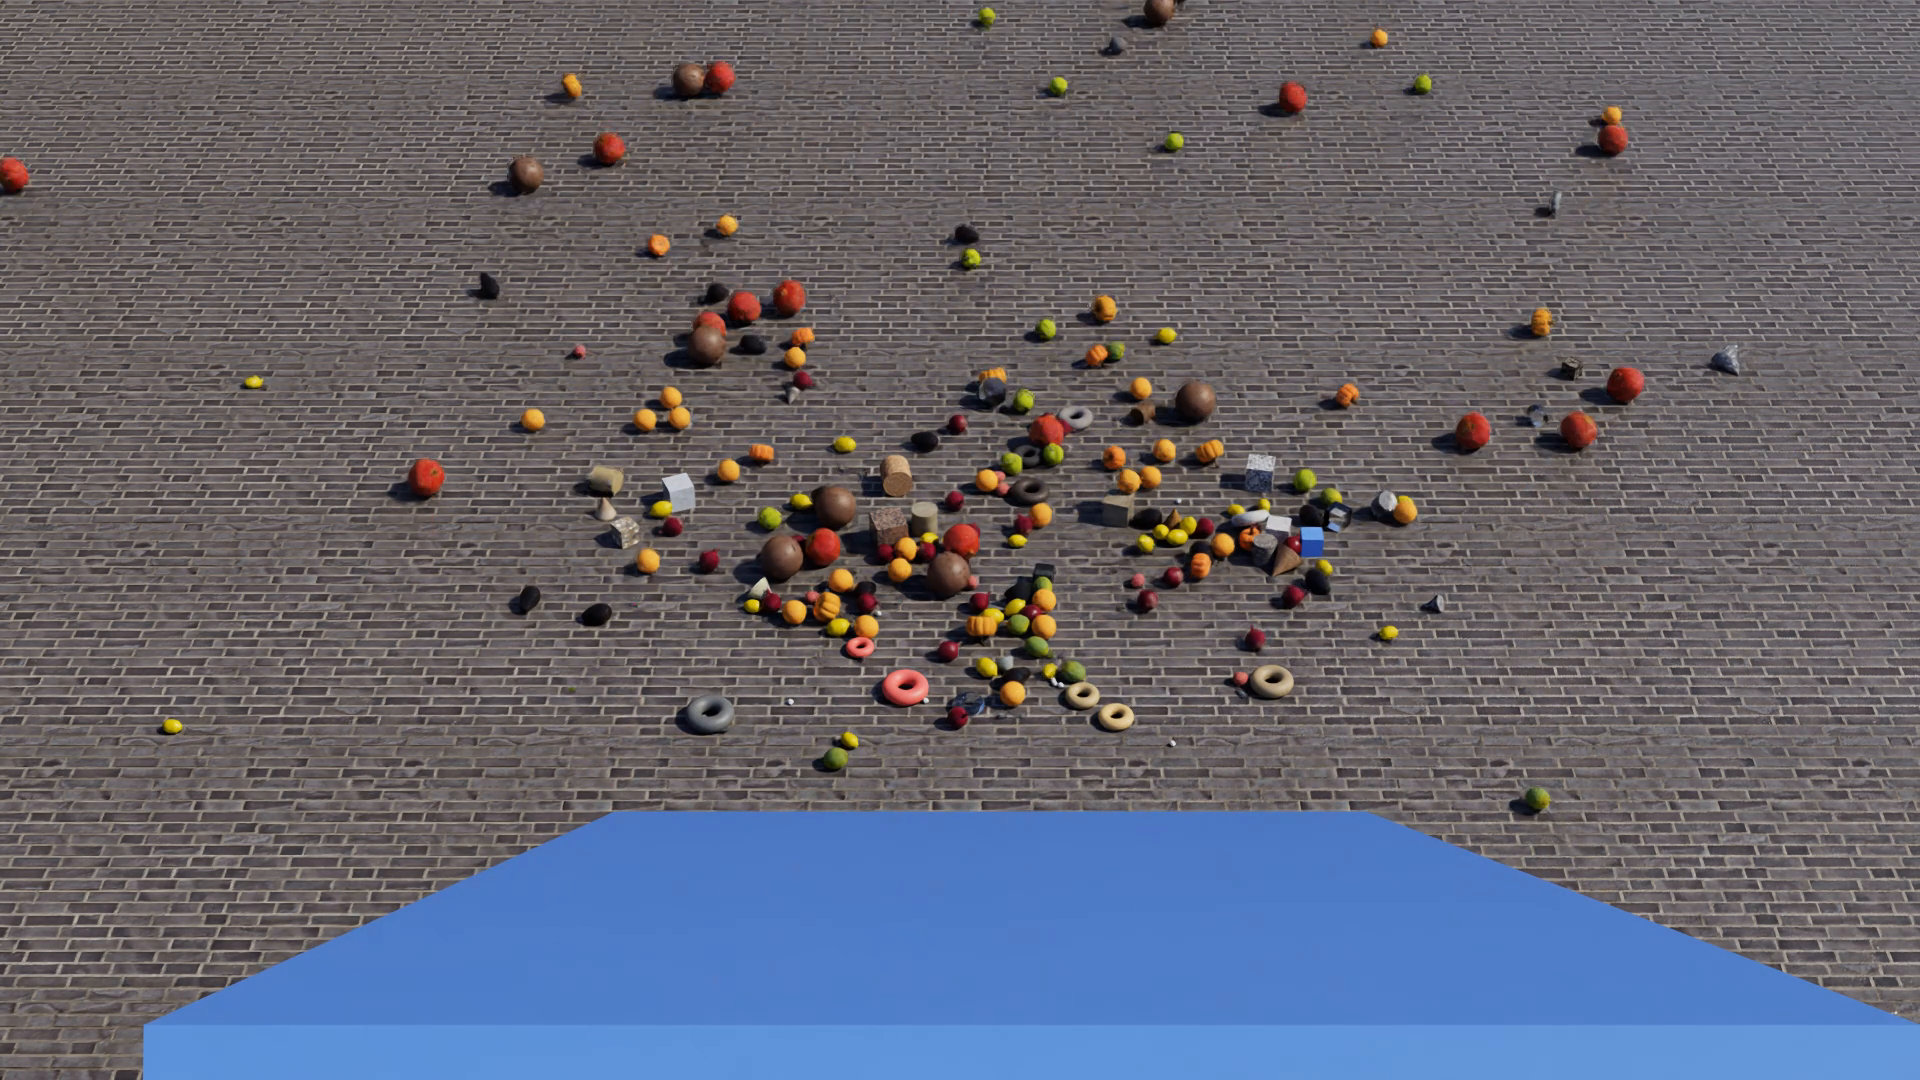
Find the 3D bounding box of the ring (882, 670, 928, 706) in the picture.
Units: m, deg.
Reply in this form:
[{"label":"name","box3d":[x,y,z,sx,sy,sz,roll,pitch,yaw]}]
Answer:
[{"label":"ring","box3d":[-0.156,0.420,7.418,0.135,0.045,0.135,1,38,-1]}]

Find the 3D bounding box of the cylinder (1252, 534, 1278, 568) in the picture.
[{"label":"cylinder","box3d":[0.925,0.032,7.908,0.074,0.074,0.074,0,37,0]}]

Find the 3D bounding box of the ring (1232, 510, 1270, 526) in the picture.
[{"label":"ring","box3d":[0.897,-0.068,8.034,0.121,0.040,0.121,-10,1,0]}]

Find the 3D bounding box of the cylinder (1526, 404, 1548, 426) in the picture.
[{"label":"cylinder","box3d":[1.887,-0.407,8.510,0.054,0.054,0.054,-5,37,-7]}]

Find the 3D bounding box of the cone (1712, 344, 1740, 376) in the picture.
[{"label":"cone","box3d":[2.600,-0.591,8.763,0.097,0.097,0.097,-18,68,-22]}]

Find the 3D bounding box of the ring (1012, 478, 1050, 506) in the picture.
[{"label":"ring","box3d":[0.222,-0.151,8.182,0.122,0.041,0.122,1,38,-1]}]

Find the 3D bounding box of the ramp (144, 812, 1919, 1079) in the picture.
[{"label":"ramp","box3d":[0.081,0.684,4.924,2.000,0.100,4.000,0,-3,0]}]

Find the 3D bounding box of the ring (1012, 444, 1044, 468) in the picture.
[{"label":"ring","box3d":[0.217,-0.268,8.342,0.104,0.035,0.104,-2,38,2]}]

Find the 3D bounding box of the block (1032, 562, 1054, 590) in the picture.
[{"label":"block","box3d":[0.251,0.110,7.821,0.055,0.055,0.055,7,38,9]}]

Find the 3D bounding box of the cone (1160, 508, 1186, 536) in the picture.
[{"label":"cone","box3d":[0.662,-0.068,8.038,0.079,0.079,0.079,0,37,0]}]

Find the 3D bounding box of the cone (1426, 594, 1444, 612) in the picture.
[{"label":"cone","box3d":[1.405,0.192,7.739,0.053,0.053,0.053,-12,29,31]}]

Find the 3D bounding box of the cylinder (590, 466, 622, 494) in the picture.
[{"label":"cylinder","box3d":[-1.115,-0.189,8.201,0.076,0.076,0.076,13,39,16]}]

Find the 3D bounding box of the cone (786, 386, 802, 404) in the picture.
[{"label":"cone","box3d":[-0.560,-0.471,8.619,0.057,0.057,0.057,13,74,16]}]

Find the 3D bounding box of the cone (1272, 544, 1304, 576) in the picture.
[{"label":"cone","box3d":[0.972,0.079,7.874,0.095,0.095,0.095,31,73,34]}]

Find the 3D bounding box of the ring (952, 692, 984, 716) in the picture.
[{"label":"ring","box3d":[0.024,0.465,7.370,0.092,0.031,0.092,-1,37,1]}]

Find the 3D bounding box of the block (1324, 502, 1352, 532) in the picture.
[{"label":"block","box3d":[1.170,-0.072,8.058,0.061,0.061,0.061,29,45,32]}]

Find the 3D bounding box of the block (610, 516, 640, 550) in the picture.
[{"label":"block","box3d":[-1.029,-0.023,7.992,0.063,0.063,0.063,-25,44,-29]}]

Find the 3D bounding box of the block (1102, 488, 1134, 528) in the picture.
[{"label":"block","box3d":[0.492,-0.099,8.078,0.081,0.081,0.081,11,38,14]}]

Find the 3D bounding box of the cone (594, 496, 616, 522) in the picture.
[{"label":"cone","box3d":[-1.107,-0.109,8.099,0.072,0.072,0.072,0,37,0]}]

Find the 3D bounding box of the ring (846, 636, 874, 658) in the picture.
[{"label":"ring","box3d":[-0.291,0.313,7.574,0.083,0.028,0.083,-1,36,0]}]

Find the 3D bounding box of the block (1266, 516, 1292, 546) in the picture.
[{"label":"block","box3d":[0.976,-0.023,7.985,0.070,0.070,0.070,8,38,11]}]

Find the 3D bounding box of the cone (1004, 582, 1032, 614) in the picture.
[{"label":"cone","box3d":[0.188,0.185,7.734,0.088,0.088,0.088,-15,66,-19]}]

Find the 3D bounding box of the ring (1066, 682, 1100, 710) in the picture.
[{"label":"ring","box3d":[0.348,0.443,7.398,0.099,0.033,0.099,-1,38,1]}]

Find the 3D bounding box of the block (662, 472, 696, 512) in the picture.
[{"label":"block","box3d":[-0.880,-0.148,8.143,0.080,0.080,0.080,-14,39,-18]}]

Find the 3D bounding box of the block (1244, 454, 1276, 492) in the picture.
[{"label":"block","box3d":[0.949,-0.211,8.225,0.083,0.083,0.083,7,38,10]}]

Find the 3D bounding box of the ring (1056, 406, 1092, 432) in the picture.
[{"label":"ring","box3d":[0.375,-0.398,8.510,0.120,0.040,0.120,-1,36,1]}]

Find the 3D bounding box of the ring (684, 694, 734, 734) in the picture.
[{"label":"ring","box3d":[-0.705,0.490,7.324,0.141,0.047,0.141,0,38,0]}]

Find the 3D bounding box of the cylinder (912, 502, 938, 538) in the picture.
[{"label":"cylinder","box3d":[-0.109,-0.062,8.029,0.081,0.081,0.081,0,37,0]}]

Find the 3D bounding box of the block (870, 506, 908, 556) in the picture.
[{"label":"block","box3d":[-0.218,-0.027,7.969,0.098,0.098,0.098,-10,38,-13]}]

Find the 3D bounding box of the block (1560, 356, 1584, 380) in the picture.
[{"label":"block","box3d":[2.055,-0.575,8.736,0.052,0.052,0.052,29,45,33]}]

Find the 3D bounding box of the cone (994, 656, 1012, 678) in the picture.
[{"label":"cone","box3d":[0.139,0.375,7.493,0.059,0.059,0.059,-18,67,-22]}]

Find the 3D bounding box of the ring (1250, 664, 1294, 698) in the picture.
[{"label":"ring","box3d":[0.892,0.404,7.441,0.126,0.042,0.126,-1,36,1]}]

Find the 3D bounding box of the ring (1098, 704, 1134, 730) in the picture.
[{"label":"ring","box3d":[0.439,0.498,7.323,0.101,0.034,0.101,-1,36,1]}]

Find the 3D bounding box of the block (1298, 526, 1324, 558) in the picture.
[{"label":"block","box3d":[1.074,0.006,7.950,0.066,0.066,0.066,0,37,0]}]

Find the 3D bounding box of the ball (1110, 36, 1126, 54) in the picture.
[{"label":"ball","box3d":[0.648,-2.029,10.655,0.070,0.070,0.070,0,37,0]}]

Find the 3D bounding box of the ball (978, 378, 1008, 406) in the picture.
[{"label":"ball","box3d":[0.109,-0.490,8.585,0.096,0.096,0.096,0,37,0]}]

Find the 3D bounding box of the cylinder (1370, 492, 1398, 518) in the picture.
[{"label":"cylinder","box3d":[1.318,-0.111,8.089,0.061,0.061,0.061,6,69,-16]}]
